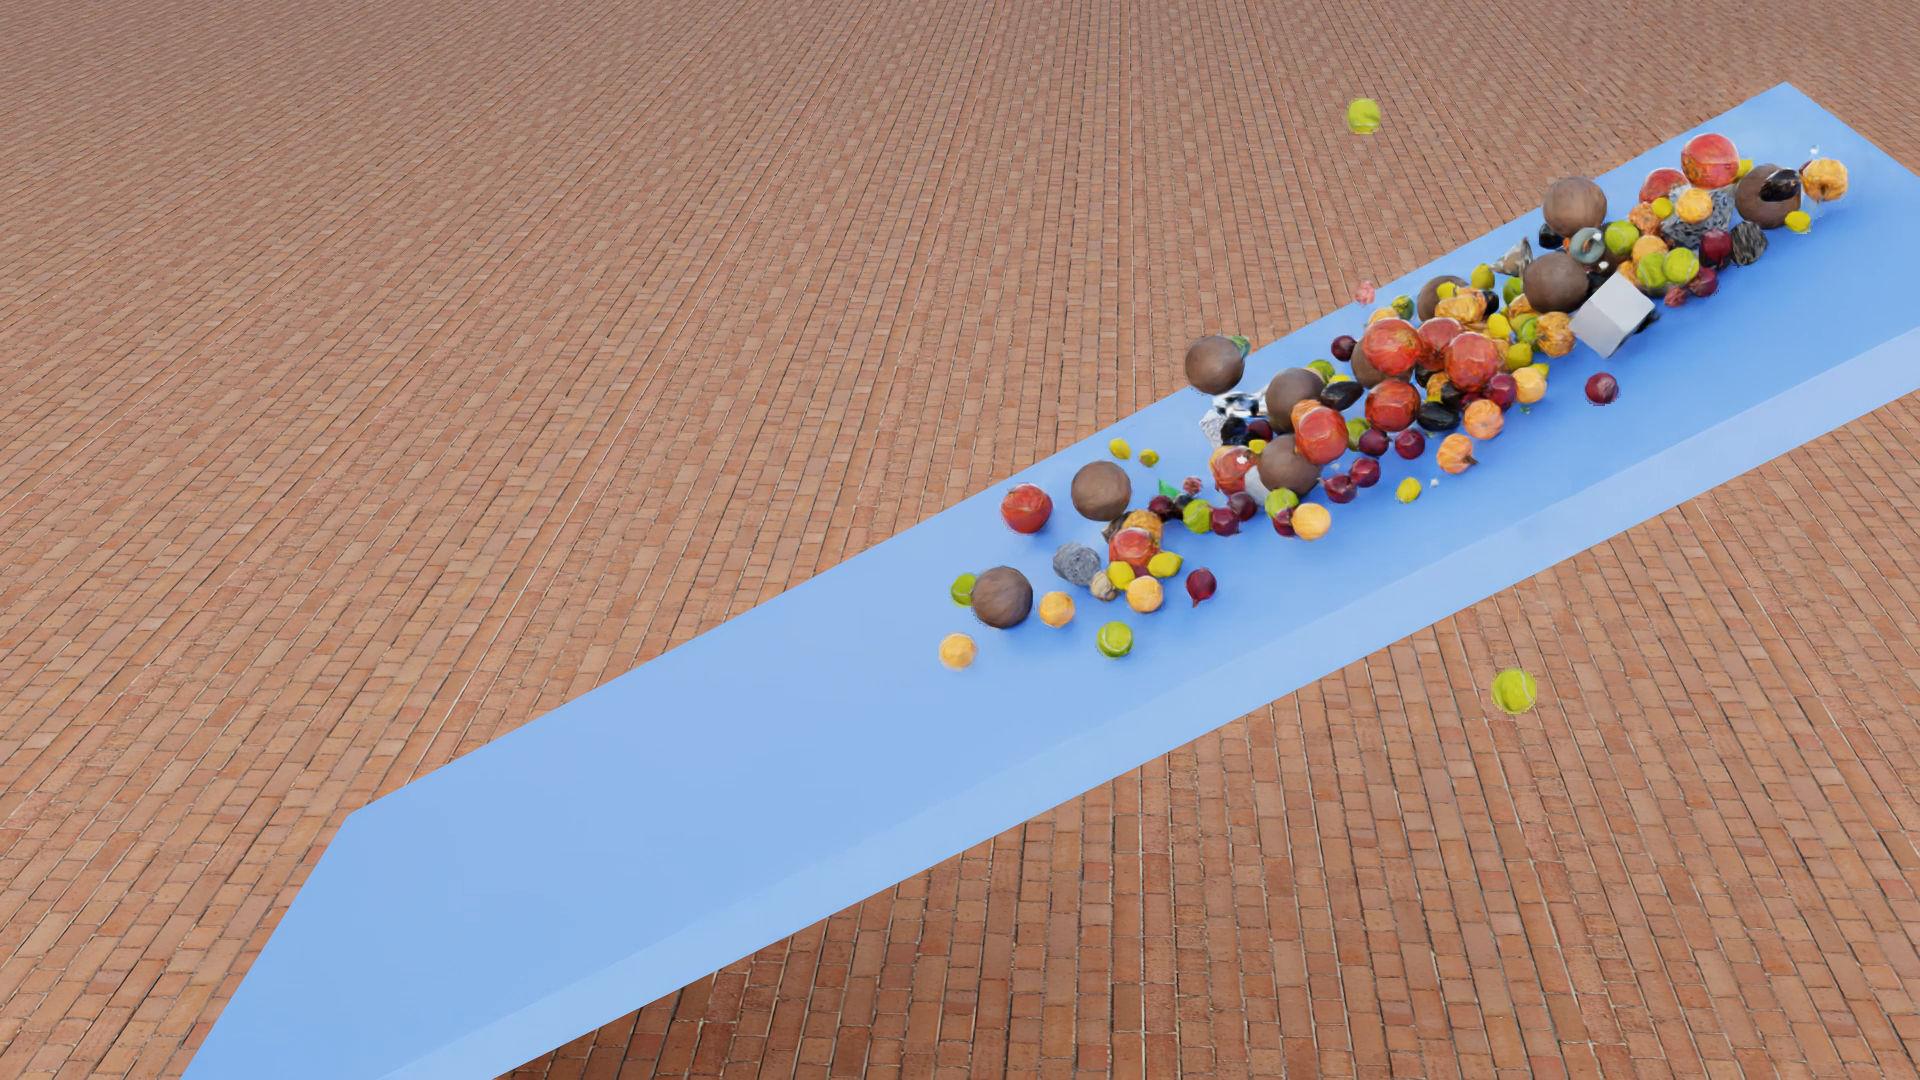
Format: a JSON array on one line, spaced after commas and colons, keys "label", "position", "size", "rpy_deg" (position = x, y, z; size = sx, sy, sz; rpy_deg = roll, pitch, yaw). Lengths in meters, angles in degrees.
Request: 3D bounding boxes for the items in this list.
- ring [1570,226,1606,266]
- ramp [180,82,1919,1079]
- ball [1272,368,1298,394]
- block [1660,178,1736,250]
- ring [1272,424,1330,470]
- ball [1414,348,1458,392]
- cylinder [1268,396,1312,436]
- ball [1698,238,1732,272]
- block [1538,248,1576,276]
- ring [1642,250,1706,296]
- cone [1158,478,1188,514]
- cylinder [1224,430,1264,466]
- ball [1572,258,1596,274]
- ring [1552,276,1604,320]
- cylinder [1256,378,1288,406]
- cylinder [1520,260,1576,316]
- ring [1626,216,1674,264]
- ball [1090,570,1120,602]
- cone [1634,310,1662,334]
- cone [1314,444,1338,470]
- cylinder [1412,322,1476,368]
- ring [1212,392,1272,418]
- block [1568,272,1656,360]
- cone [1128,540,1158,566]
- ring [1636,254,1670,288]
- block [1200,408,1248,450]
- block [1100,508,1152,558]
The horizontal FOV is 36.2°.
[{"label": "ring", "position": [1.267, -0.594, 5.940], "size": [0.079, 0.079, 0.026], "rpy_deg": [-6, 22, -19]}, {"label": "ramp", "position": [0.141, 0.167, 6.282], "size": [4.000, 0.100, 2.000], "rpy_deg": [-27, 14, 11]}, {"label": "ball", "position": [0.730, -0.357, 6.614], "size": [0.056, 0.056, 0.056], "rpy_deg": [0, 18, 0]}, {"label": "block", "position": [1.500, -0.661, 5.979], "size": [0.093, 0.093, 0.093], "rpy_deg": [28, -21, -23]}, {"label": "ring", "position": [0.707, -0.191, 6.103], "size": [0.134, 0.045, 0.134], "rpy_deg": [-31, 16, 10]}, {"label": "ball", "position": [0.971, -0.346, 5.995], "size": [0.089, 0.089, 0.089], "rpy_deg": [0, 18, 0]}, {"label": "cylinder", "position": [0.707, -0.266, 6.321], "size": [0.067, 0.067, 0.067], "rpy_deg": [-19, 3, 38]}, {"label": "ball", "position": [1.491, -0.563, 5.804], "size": [0.066, 0.066, 0.066], "rpy_deg": [0, 18, 0]}, {"label": "block", "position": [1.284, -0.587, 6.319], "size": [0.055, 0.055, 0.055], "rpy_deg": [-28, 14, 9]}, {"label": "ring", "position": [1.425, -0.532, 5.871], "size": [0.136, 0.045, 0.136], "rpy_deg": [-29, 14, 8]}, {"label": "cone", "position": [0.440, -0.105, 6.287], "size": [0.070, 0.070, 0.070], "rpy_deg": [-28, 14, 8]}, {"label": "cylinder", "position": [0.607, -0.197, 6.289], "size": [0.063, 0.063, 0.063], "rpy_deg": [-19, 4, 36]}, {"label": "ball", "position": [1.320, -0.590, 6.221], "size": [0.051, 0.051, 0.051], "rpy_deg": [0, 18, 0]}, {"label": "ring", "position": [1.271, -0.498, 6.038], "size": [0.121, 0.040, 0.121], "rpy_deg": [-26, 27, 14]}, {"label": "cylinder", "position": [0.699, -0.325, 6.577], "size": [0.050, 0.050, 0.050], "rpy_deg": [-38, 28, -10]}, {"label": "cylinder", "position": [1.233, -0.528, 6.149], "size": [0.087, 0.087, 0.087], "rpy_deg": [-32, 25, -8]}, {"label": "ring", "position": [1.441, -0.624, 6.129], "size": [0.122, 0.041, 0.122], "rpy_deg": [-42, 16, 15]}, {"label": "ball", "position": [0.292, 0.092, 5.909], "size": [0.063, 0.063, 0.063], "rpy_deg": [0, 18, 0]}, {"label": "cone", "position": [1.343, -0.436, 5.731], "size": [0.065, 0.065, 0.065], "rpy_deg": [-7, 19, -25]}, {"label": "cone", "position": [0.730, -0.159, 5.954], "size": [0.052, 0.052, 0.052], "rpy_deg": [17, 54, 42]}, {"label": "cylinder", "position": [1.007, -0.398, 6.129], "size": [0.095, 0.095, 0.095], "rpy_deg": [-16, 3, 43]}, {"label": "ring", "position": [0.613, -0.293, 6.383], "size": [0.132, 0.044, 0.132], "rpy_deg": [2, 10, 0]}, {"label": "block", "position": [1.248, -0.429, 5.633], "size": [0.100, 0.100, 0.100], "rpy_deg": [44, 61, 10]}, {"label": "cone", "position": [0.383, 0.037, 5.995], "size": [0.059, 0.059, 0.059], "rpy_deg": [-15, 30, -39]}, {"label": "ring", "position": [1.367, -0.532, 5.804], "size": [0.028, 0.084, 0.084], "rpy_deg": [42, 23, 0]}, {"label": "block", "position": [0.585, -0.254, 6.520], "size": [0.069, 0.069, 0.069], "rpy_deg": [-20, 17, 34]}, {"label": "block", "position": [0.347, -0.015, 6.157], "size": [0.064, 0.064, 0.064], "rpy_deg": [-24, 15, 38]}]
